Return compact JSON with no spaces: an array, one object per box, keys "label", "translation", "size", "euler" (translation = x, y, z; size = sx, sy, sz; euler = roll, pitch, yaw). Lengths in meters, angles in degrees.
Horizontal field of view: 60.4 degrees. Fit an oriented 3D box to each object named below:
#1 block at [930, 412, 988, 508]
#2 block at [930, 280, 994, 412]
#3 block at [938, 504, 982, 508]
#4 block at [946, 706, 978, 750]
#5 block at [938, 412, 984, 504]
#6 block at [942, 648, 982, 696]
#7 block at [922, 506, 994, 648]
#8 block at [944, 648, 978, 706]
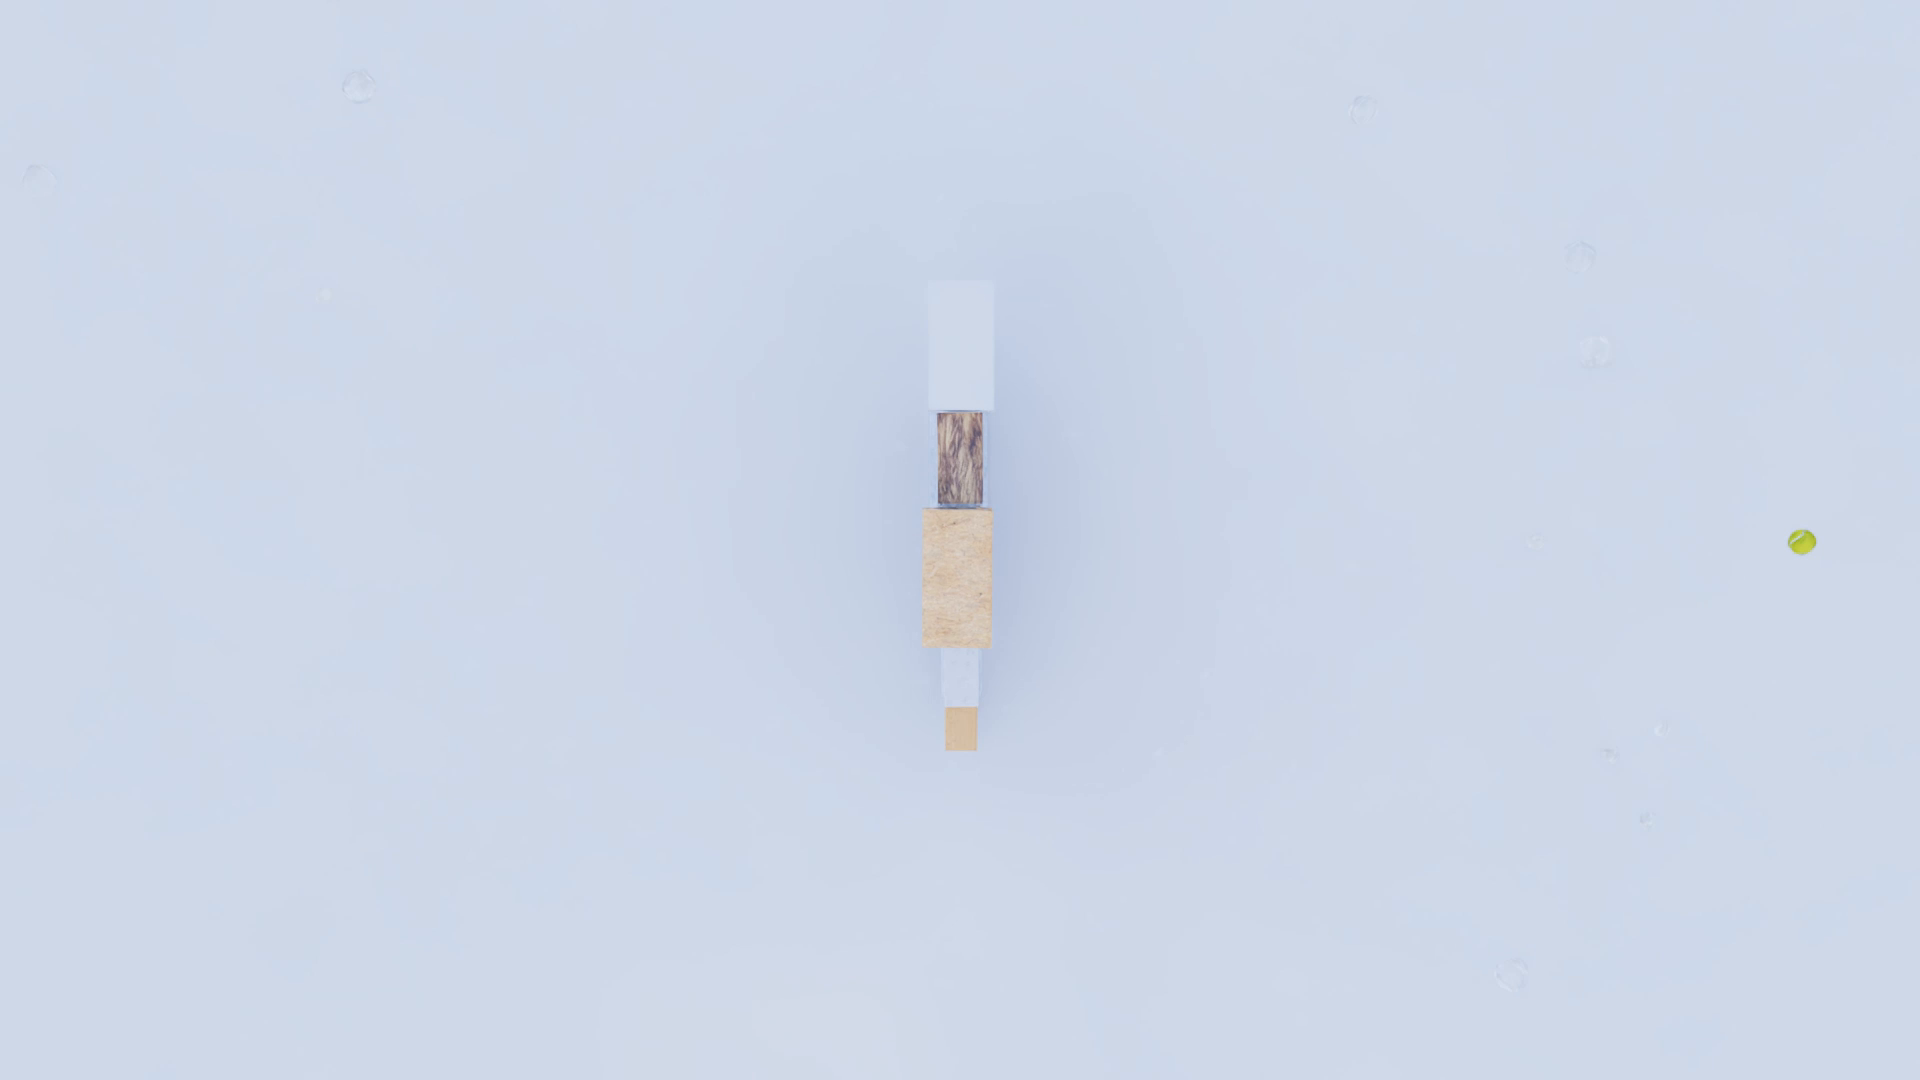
[{"label":"block","translation":[-0.004,-0.257,5.117],"size":[0.179,0.051,0.357],"euler":[0,90,0]},{"label":"block","translation":[0.005,-0.505,4.292],"size":[0.169,0.048,0.338],"euler":[0,90,0]},{"label":"block","translation":[-0.002,-0.154,4.589],"size":[0.123,0.035,0.246],"euler":[0,90,0]},{"label":"block","translation":[0.004,0.570,5.279],"size":[0.103,0.029,0.206],"euler":[0,90,0]},{"label":"block","translation":[0.001,-0.214,4.318],"size":[0.118,0.034,0.237],"euler":[0,90,0]},{"label":"block","translation":[0.004,0.335,4.792],"size":[0.117,0.033,0.234],"euler":[0,90,0]},{"label":"block","translation":[-0.006,0.096,4.201],"size":[0.178,0.050,0.356],"euler":[0,100,0]},{"label":"block","translation":[0.004,0.366,4.573],"size":[0.095,0.027,0.190],"euler":[0,90,0]}]
